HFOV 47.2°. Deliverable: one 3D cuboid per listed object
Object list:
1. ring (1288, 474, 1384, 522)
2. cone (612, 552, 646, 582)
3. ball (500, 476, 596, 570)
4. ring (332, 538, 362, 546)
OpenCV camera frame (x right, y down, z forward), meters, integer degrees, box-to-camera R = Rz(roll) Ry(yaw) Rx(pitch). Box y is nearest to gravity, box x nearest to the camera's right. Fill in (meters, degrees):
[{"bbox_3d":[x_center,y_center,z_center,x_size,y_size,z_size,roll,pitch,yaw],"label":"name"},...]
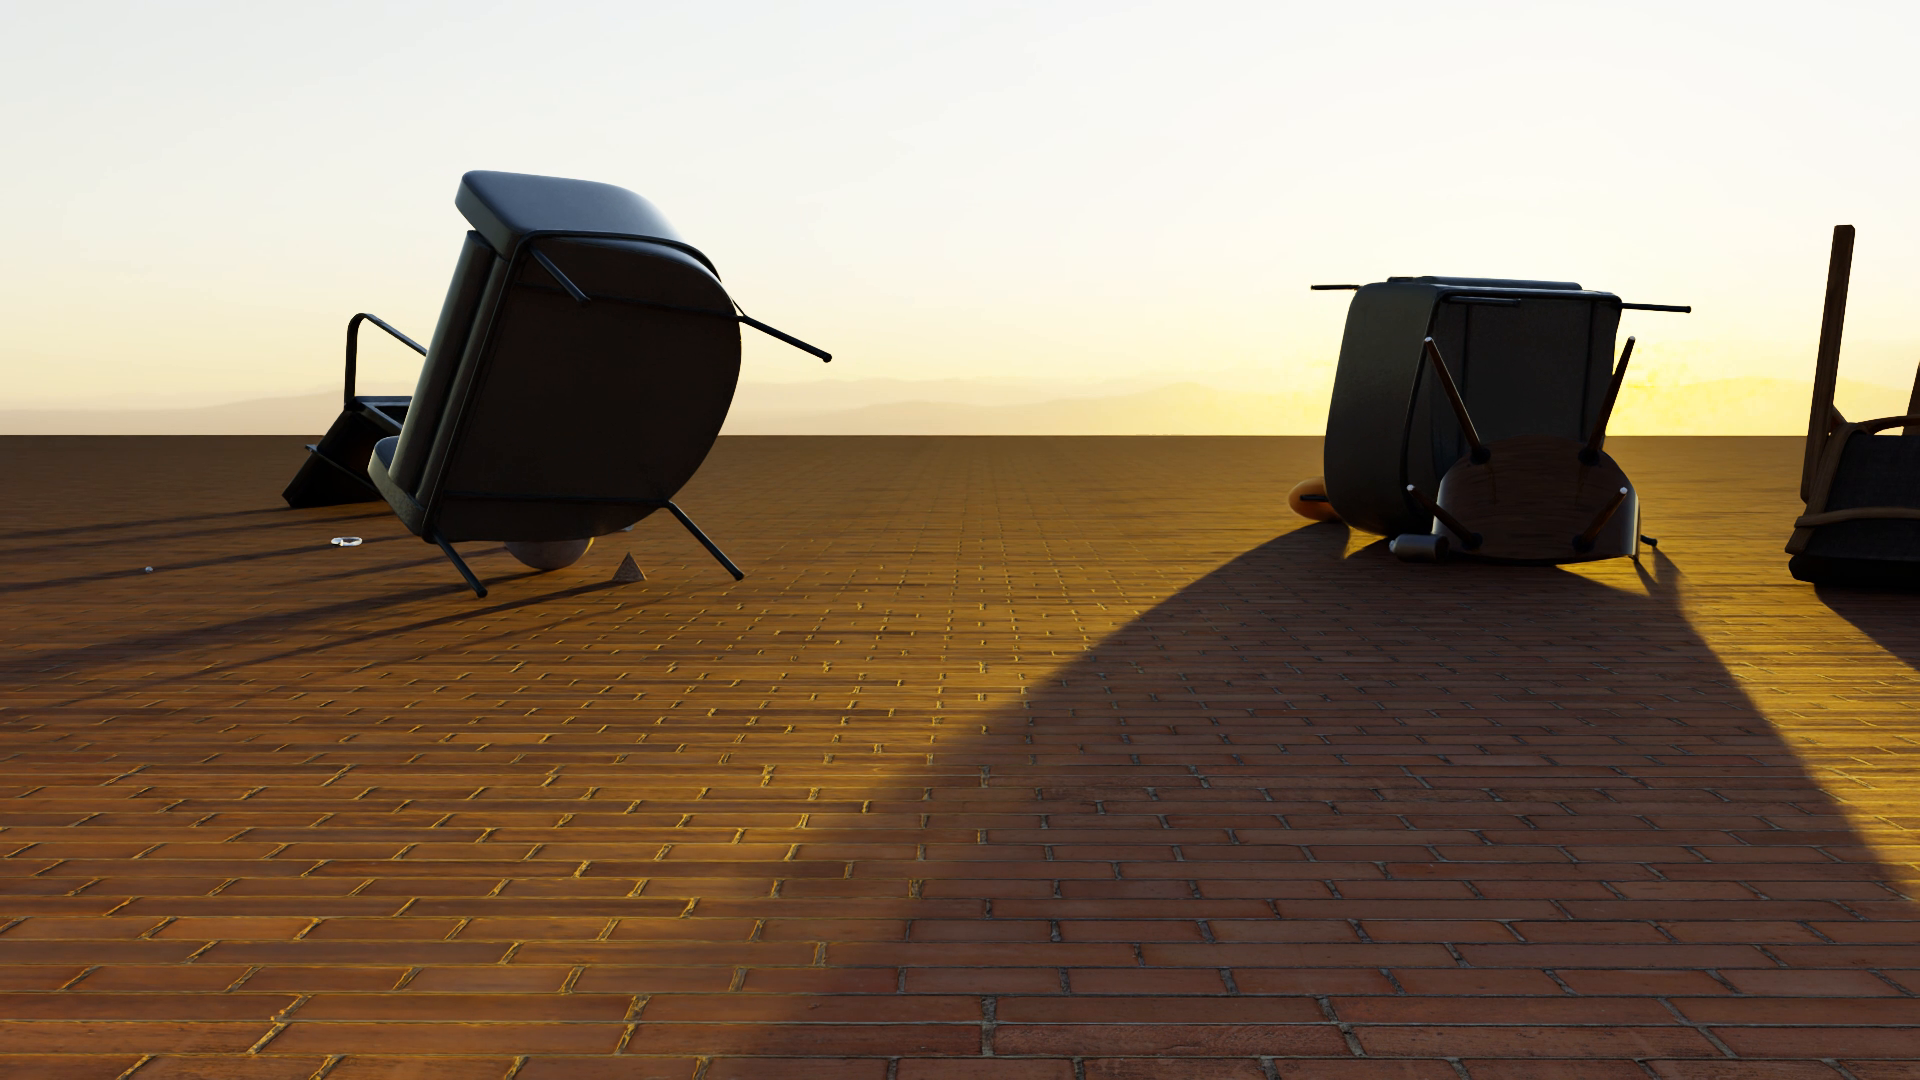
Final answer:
[{"bbox_3d":[1.249,-0.137,7.310,0.282,0.064,0.380,19,-21,-20],"label":"ring"},{"bbox_3d":[-0.779,0.060,5.176,0.082,0.068,0.088,2,4,28],"label":"cone"},{"bbox_3d":[-1.019,-0.043,5.442,0.236,0.236,0.236,0,4,0],"label":"ball"},{"bbox_3d":[-1.762,0.005,6.317,0.052,0.022,0.105,4,5,32],"label":"ring"}]
